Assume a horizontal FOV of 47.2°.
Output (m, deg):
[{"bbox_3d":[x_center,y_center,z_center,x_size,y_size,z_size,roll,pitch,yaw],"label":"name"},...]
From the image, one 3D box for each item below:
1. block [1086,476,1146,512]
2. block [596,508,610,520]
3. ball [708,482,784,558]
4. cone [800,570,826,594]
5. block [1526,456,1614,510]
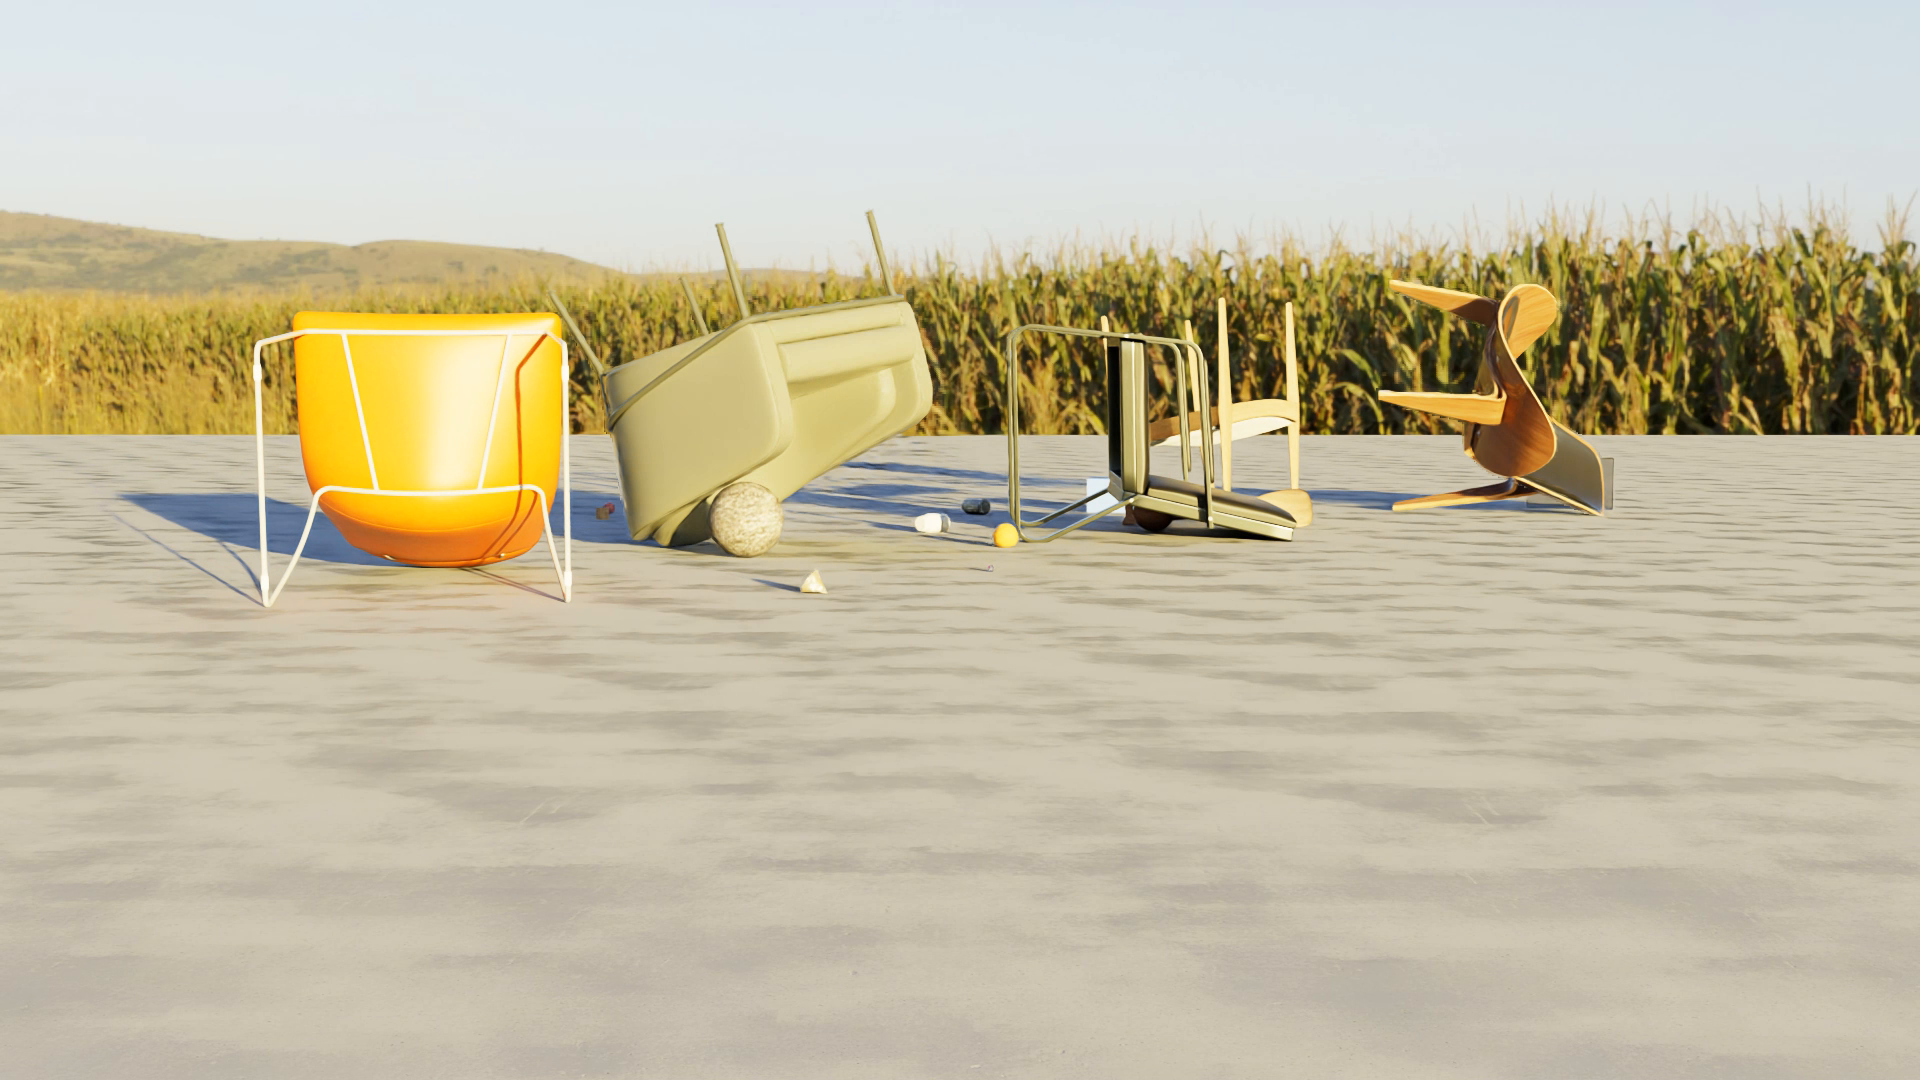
[{"bbox_3d":[0.577,-0.166,8.072,0.205,0.123,0.173,1,4,9],"label":"block"},{"bbox_3d":[-1.233,-0.092,7.591,0.035,0.040,0.033,-2,4,-29],"label":"block"},{"bbox_3d":[-0.571,-0.054,5.855,0.203,0.203,0.203,0,4,0],"label":"ball"},{"bbox_3d":[-0.311,0.104,4.840,0.048,0.060,0.075,41,8,14],"label":"cone"},{"bbox_3d":[2.299,-0.215,8.289,0.310,0.190,0.140,1,4,15],"label":"block"}]
